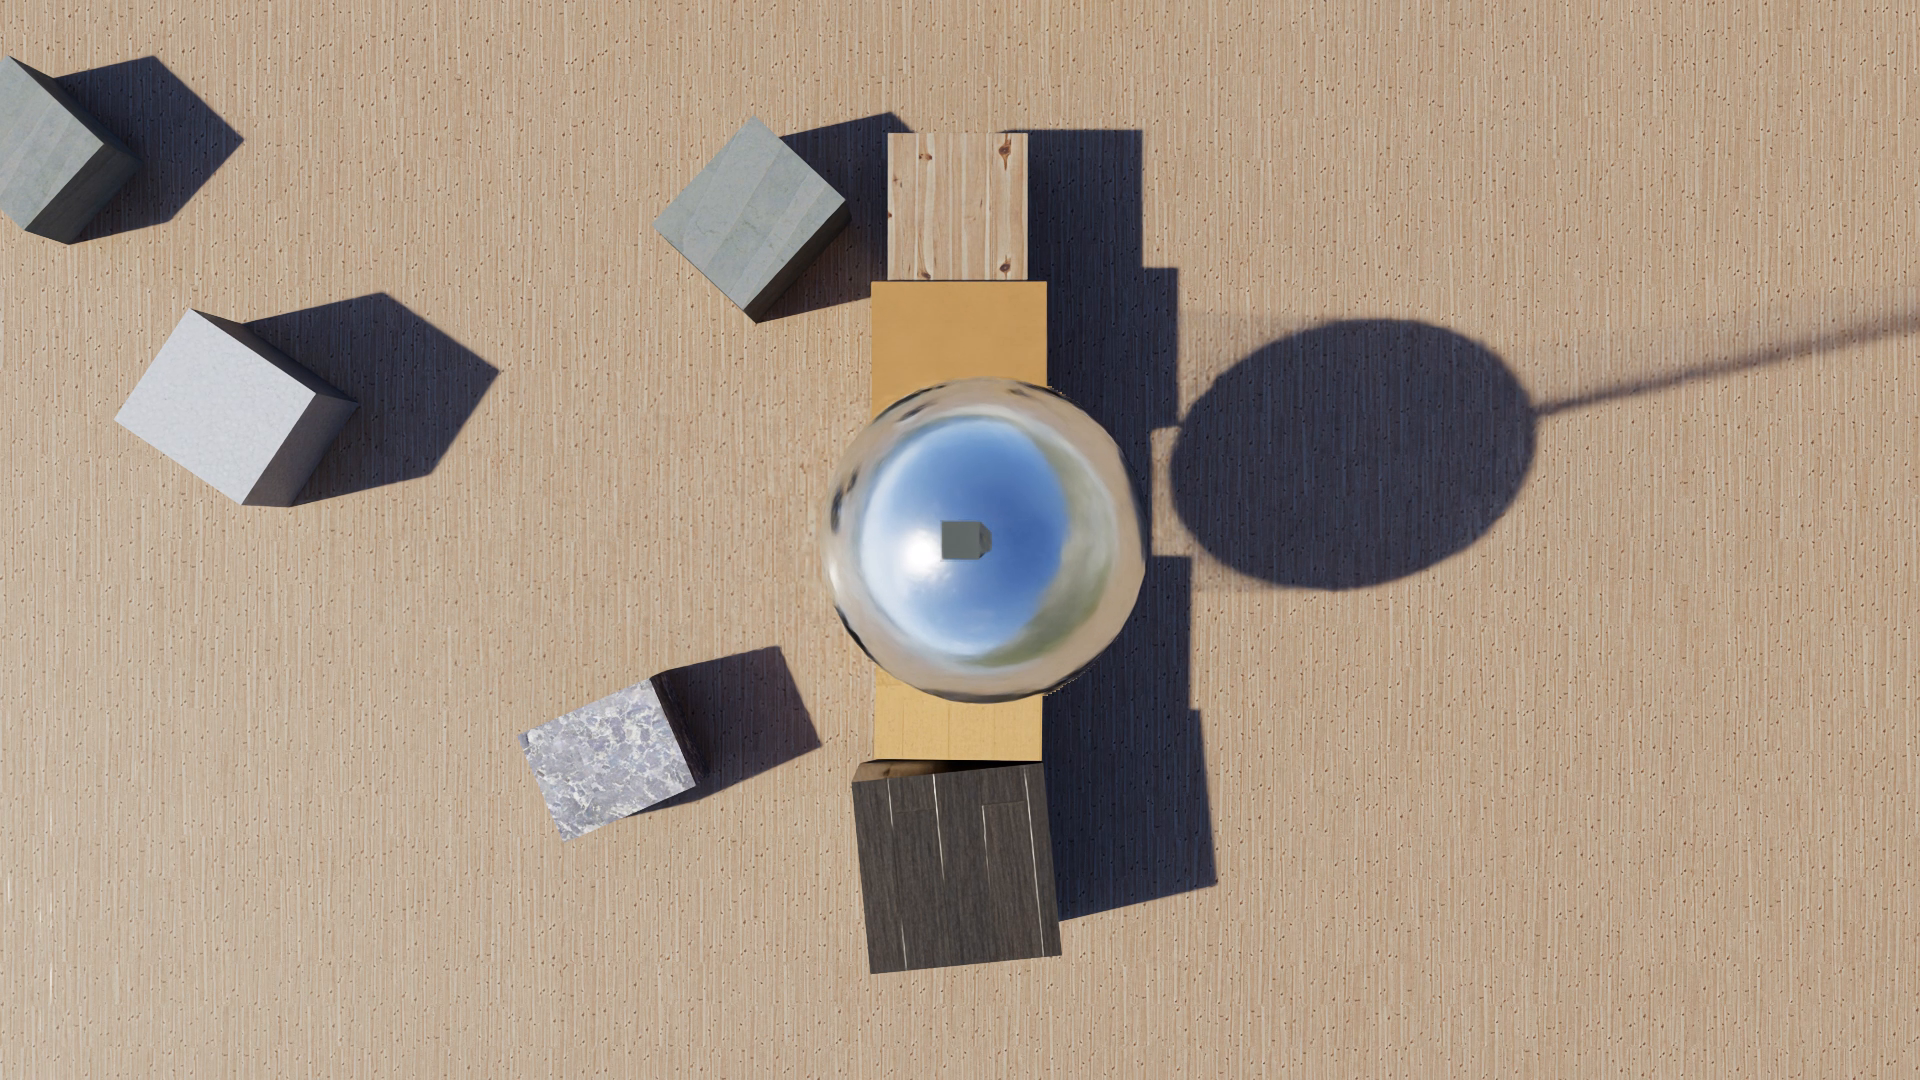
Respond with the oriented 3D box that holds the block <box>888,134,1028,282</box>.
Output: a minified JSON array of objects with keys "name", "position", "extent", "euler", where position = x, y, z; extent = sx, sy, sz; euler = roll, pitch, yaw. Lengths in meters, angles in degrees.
[{"name":"block","position":[-0.013,-1.852,12.629],"extent":[0.779,0.742,0.831],"euler":[0,90,0]}]

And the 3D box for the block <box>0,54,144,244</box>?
[{"name":"block","position":[-5.316,-2.237,12.687],"extent":[0.739,0.625,0.664],"euler":[43,90,0]}]

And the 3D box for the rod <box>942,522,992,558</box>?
[{"name":"rod","position":[0.050,0.000,7.280],"extent":[0.080,5.200,0.080],"euler":[0,90,1]}]

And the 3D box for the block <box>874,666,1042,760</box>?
[{"name":"block","position":[-0.006,0.750,12.518],"extent":[0.914,0.964,0.905],"euler":[1,90,0]}]

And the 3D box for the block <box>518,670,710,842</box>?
[{"name":"block","position":[-1.978,1.234,12.650],"extent":[0.807,0.701,0.658],"euler":[-24,90,0]}]

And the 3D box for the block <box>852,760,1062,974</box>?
[{"name":"block","position":[-0.018,1.792,12.491],"extent":[1.051,1.017,1.054],"euler":[-6,90,0]}]

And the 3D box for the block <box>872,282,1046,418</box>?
[{"name":"block","position":[-0.006,-0.961,12.572],"extent":[0.969,0.856,0.932],"euler":[0,90,0]}]

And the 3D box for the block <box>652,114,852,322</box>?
[{"name":"block","position":[-1.176,-1.822,12.610],"extent":[0.698,0.780,0.838],"euler":[43,90,0]}]

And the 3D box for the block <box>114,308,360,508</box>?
[{"name":"block","position":[-4.107,-0.736,12.560],"extent":[0.844,0.880,0.743],"euler":[34,90,0]}]

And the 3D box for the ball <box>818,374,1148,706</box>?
[{"name":"ball","position":[0.115,0.000,10.679],"extent":[1.600,1.600,1.600],"euler":[0,90,0]}]
